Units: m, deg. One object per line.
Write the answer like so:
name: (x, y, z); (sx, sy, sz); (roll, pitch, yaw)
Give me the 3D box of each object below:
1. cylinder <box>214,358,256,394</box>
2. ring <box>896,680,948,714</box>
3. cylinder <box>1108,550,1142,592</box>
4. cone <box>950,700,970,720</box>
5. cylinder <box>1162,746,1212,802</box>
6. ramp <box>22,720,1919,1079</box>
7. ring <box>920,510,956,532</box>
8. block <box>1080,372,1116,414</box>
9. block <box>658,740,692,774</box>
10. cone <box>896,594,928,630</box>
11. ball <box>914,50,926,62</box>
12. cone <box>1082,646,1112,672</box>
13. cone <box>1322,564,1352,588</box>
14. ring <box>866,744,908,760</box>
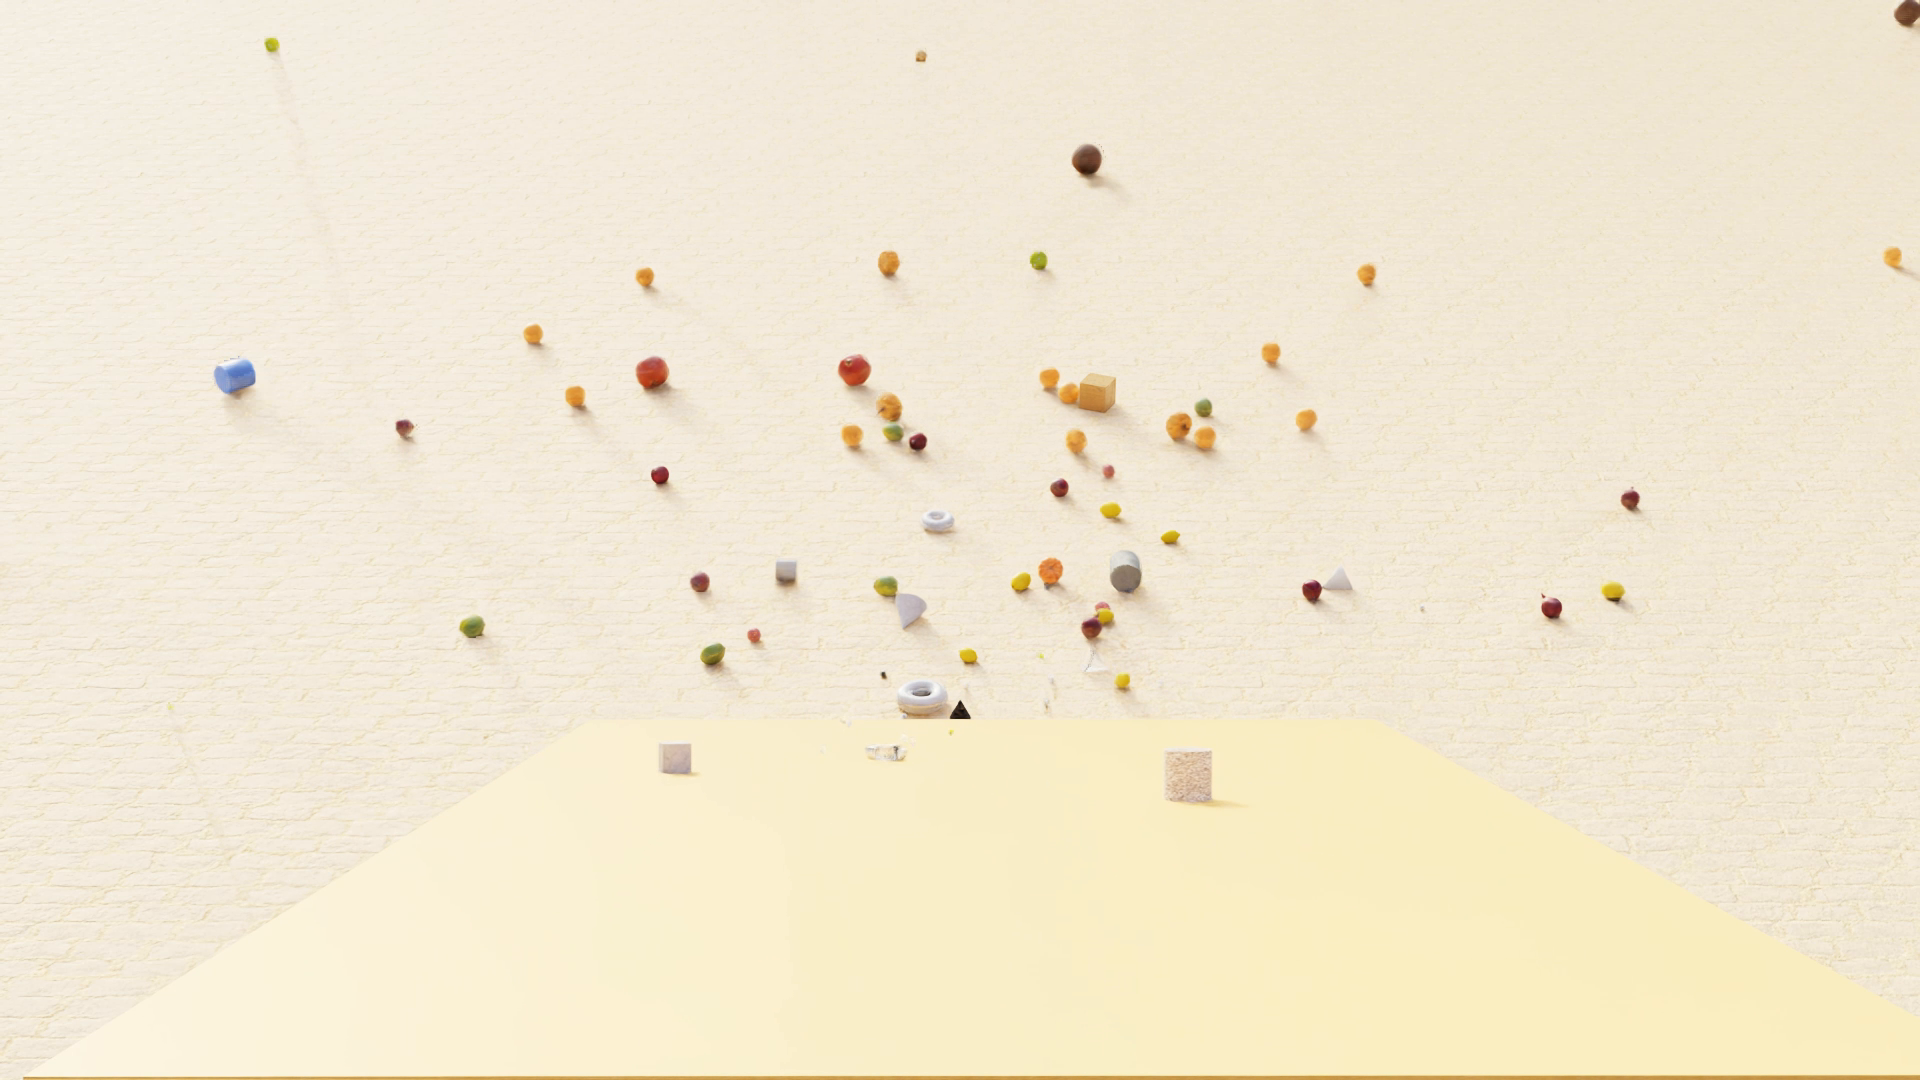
cylinder: (-2.435, -0.553, 8.673); (0.099, 0.099, 0.099); (23, 34, 38)
ring: (-0.101, 0.414, 6.818); (0.140, 0.047, 0.140); (-1, 27, 1)
cylinder: (0.474, 0.089, 7.413); (0.090, 0.090, 0.090); (1, 27, 1)
cone: (0.001, 0.440, 6.753); (0.057, 0.057, 0.057); (0, 27, 0)
cylinder: (0.431, 0.444, 4.890); (0.094, 0.094, 0.094); (0, 1, 0)
ramp: (0.061, 0.547, 4.583); (2.000, 0.100, 4.000); (0, 1, 0)
ring: (-0.066, -0.058, 7.766); (0.106, 0.035, 0.106); (-1, 28, 0)
block: (0.456, -0.488, 8.553); (0.093, 0.093, 0.093); (12, 29, 22)
block: (-0.593, 0.451, 5.368); (0.060, 0.060, 0.060); (0, 1, -16)
cone: (-0.148, 0.215, 7.217); (0.094, 0.094, 0.094); (8, 54, 15)
ball: (-0.184, -2.273, 12.133); (0.058, 0.058, 0.058); (0, 27, 0)
cone: (0.377, 0.335, 6.988); (0.072, 0.072, 0.072); (24, 24, -12)
cone: (1.074, 0.121, 7.409); (0.082, 0.082, 0.082); (-26, 27, 7)
ring: (-0.160, 0.461, 5.622); (0.095, 0.032, 0.095); (1, 0, 0)
